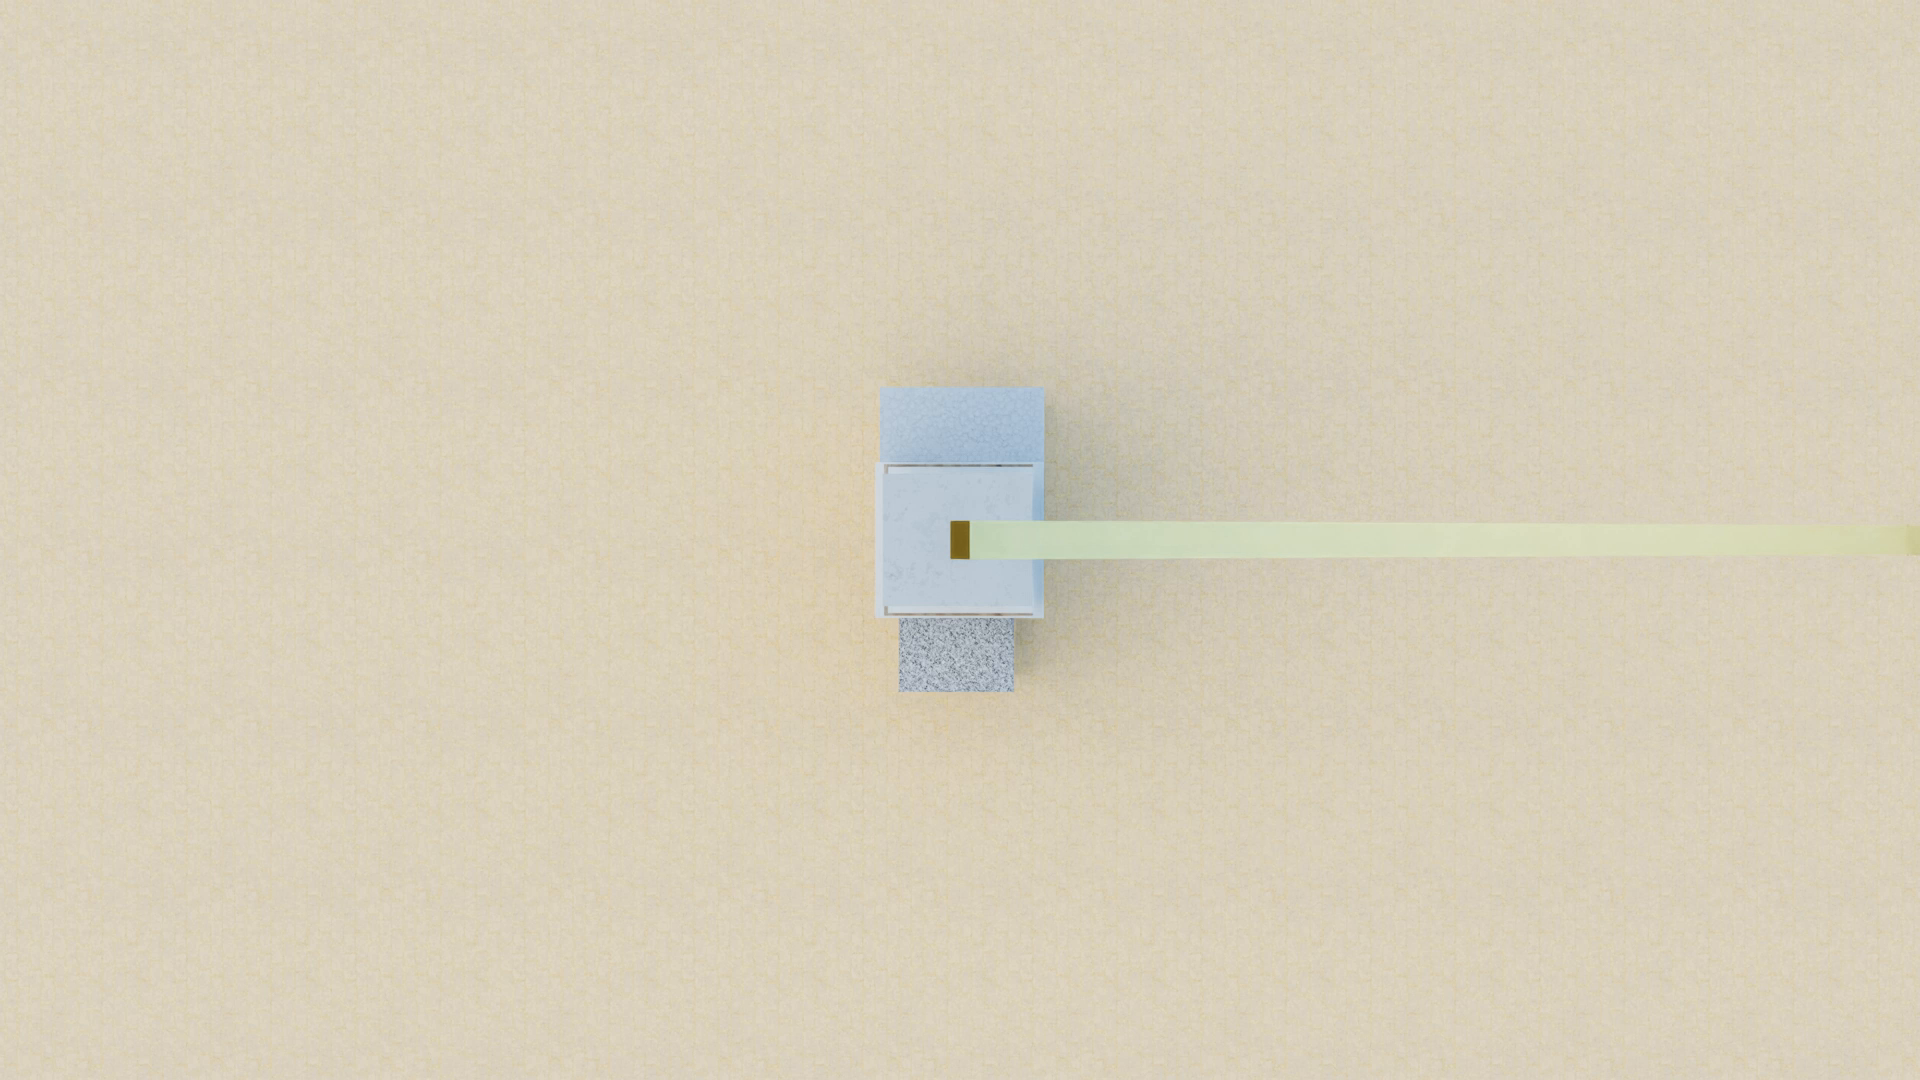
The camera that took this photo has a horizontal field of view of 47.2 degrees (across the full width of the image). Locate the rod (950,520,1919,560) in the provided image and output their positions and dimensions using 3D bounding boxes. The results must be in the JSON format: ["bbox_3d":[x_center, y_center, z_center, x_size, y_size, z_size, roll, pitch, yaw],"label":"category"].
[{"bbox_3d":[2.234,0.000,5.883,5.200,0.080,0.080,0,90,-31],"label":"rod"}]

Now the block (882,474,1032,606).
[{"bbox_3d":[-0.010,0.000,9.199,0.605,0.557,0.537,0,90,0],"label":"block"}]

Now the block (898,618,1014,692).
[{"bbox_3d":[-0.020,0.479,12.654,0.645,0.692,0.744,0,90,0],"label":"block"}]

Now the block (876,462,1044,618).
[{"bbox_3d":[-0.003,0.000,11.803,0.872,0.859,0.806,0,90,0],"label":"block"}]

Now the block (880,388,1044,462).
[{"bbox_3d":[0.012,-0.377,12.616,0.916,0.768,0.947,0,90,0],"label":"block"}]

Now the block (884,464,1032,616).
[{"bbox_3d":[-0.008,0.000,11.032,0.724,0.682,0.736,0,90,0],"label":"block"}]

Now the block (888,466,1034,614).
[{"bbox_3d":[0.005,0.000,10.332,0.662,0.717,0.663,0,90,0],"label":"block"}]
